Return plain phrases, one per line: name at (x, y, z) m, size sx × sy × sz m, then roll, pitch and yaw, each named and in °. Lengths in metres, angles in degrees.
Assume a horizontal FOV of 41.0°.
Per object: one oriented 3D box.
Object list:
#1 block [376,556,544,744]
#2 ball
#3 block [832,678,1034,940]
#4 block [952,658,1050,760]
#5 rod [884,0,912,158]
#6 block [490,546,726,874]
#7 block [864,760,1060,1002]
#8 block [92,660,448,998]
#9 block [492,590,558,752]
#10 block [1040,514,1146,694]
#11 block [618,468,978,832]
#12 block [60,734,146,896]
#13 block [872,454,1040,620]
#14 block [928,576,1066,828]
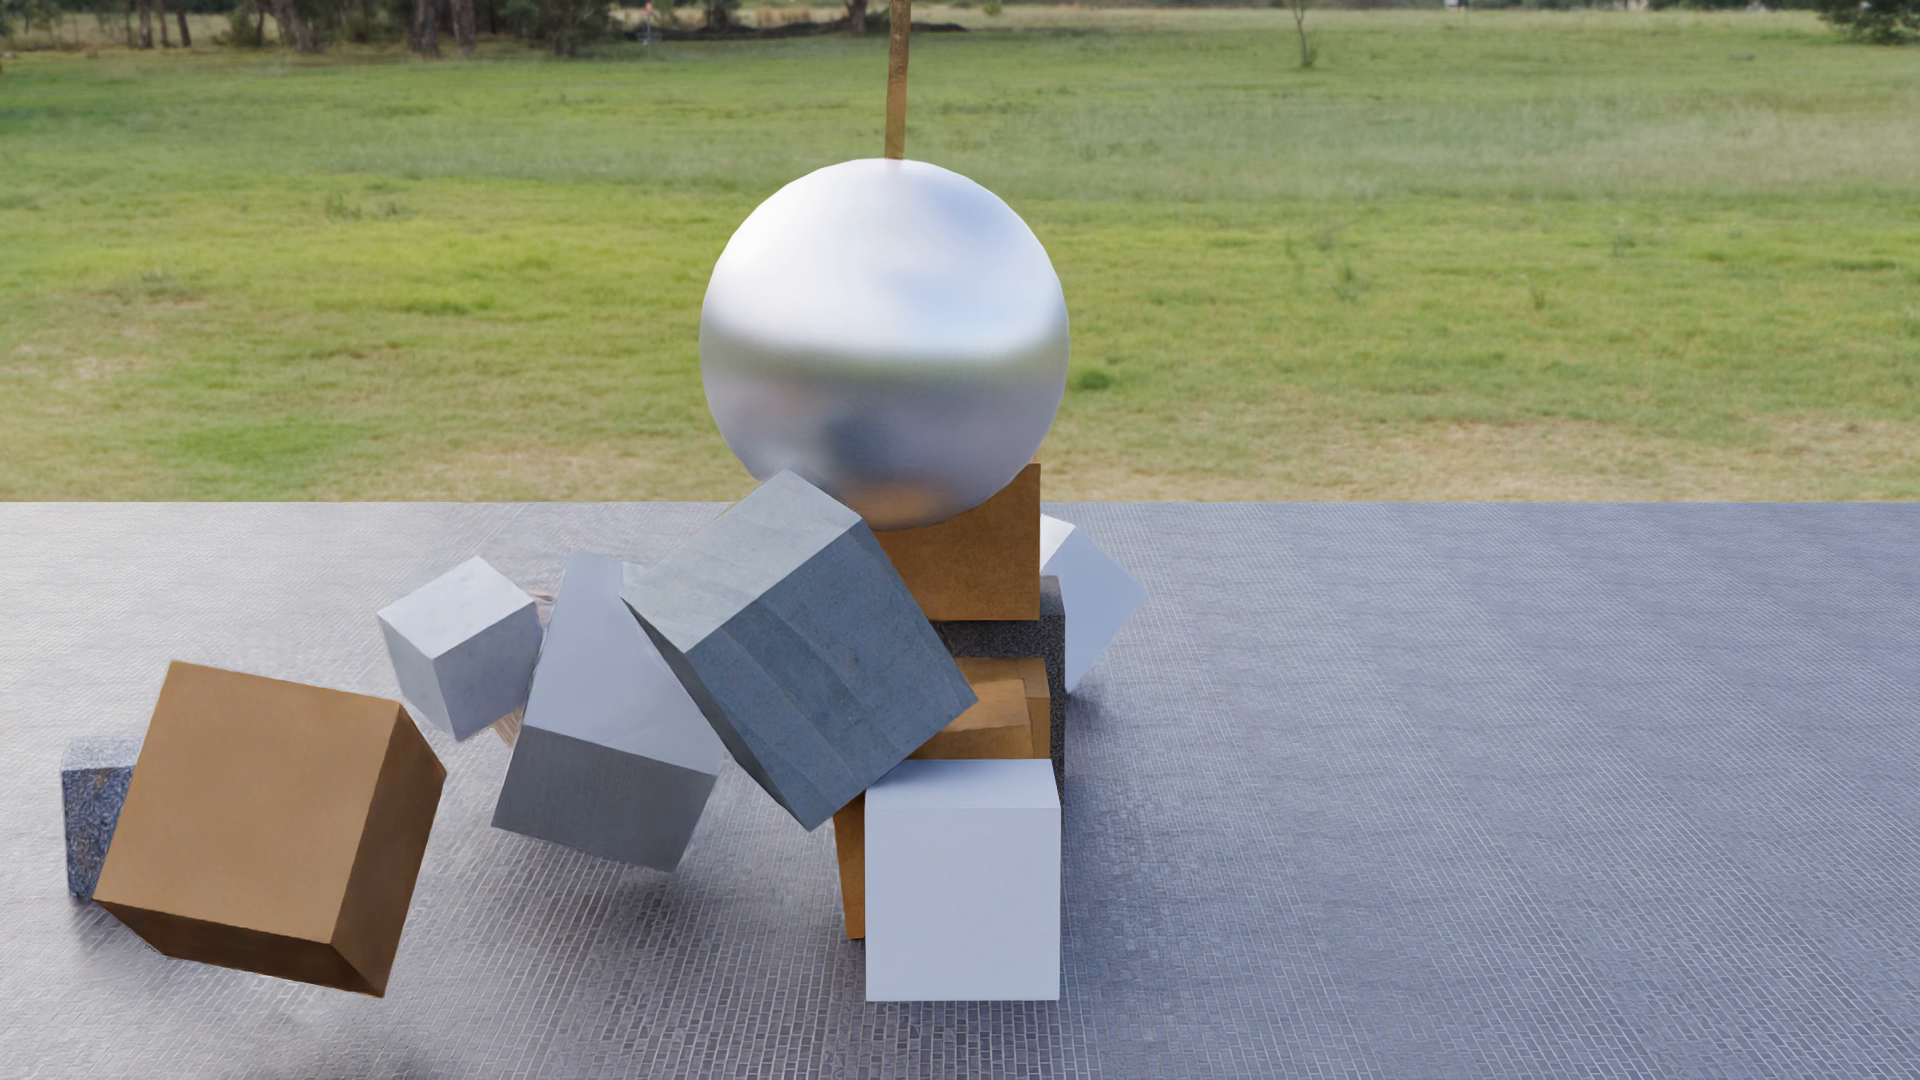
block at (-2.377, 0.526, 12.387) m, size 0.577 × 0.540 × 0.504 m, roll -32°, pitch 45°, yaw -28°
ball at (-0.324, -0.835, 11.028) m, size 1.600 × 1.600 × 1.600 m, roll 0°, pitch 10°, yaw 0°
block at (-0.096, 1.123, 10.843) m, size 0.834 × 0.832 × 0.784 m, roll -6°, pitch 10°, yaw 0°
block at (0.008, 1.022, 11.648) m, size 0.769 × 0.822 × 0.776 m, roll 0°, pitch 10°, yaw 0°
rod at (-0.140, -4.176, 10.421) m, size 0.080 × 5.200 × 0.080 m, roll 3°, pitch 10°, yaw -1°
block at (-1.473, 0.756, 11.229) m, size 0.834 × 0.912 × 0.934 m, roll 16°, pitch -37°, yaw -9°
block at (0.004, 1.329, 10.120) m, size 0.742 × 0.765 × 0.704 m, roll 0°, pitch 10°, yaw -1°
block at (-2.467, 1.058, 9.297) m, size 0.848 × 0.885 × 0.822 m, roll 10°, pitch -22°, yaw 5°
block at (-1.990, 0.705, 13.108) m, size 0.670 × 0.629 × 0.685 m, roll 1°, pitch 30°, yaw -39°
block at (0.506, 0.349, 14.910) m, size 0.641 × 0.741 × 0.642 m, roll 43°, pitch -10°, yaw -25°
block at (-0.642, 0.420, 10.116) m, size 0.843 × 0.938 × 0.803 m, roll -38°, pitch 27°, yaw -11°
block at (-3.593, 1.199, 11.402) m, size 0.697 × 0.562 × 0.571 m, roll -3°, pitch 11°, yaw -15°
block at (-0.033, -0.054, 12.100) m, size 0.779 × 0.730 × 0.736 m, roll 0°, pitch 10°, yaw -2°
block at (-0.010, 0.767, 12.486) m, size 1.000 × 1.024 × 0.956 m, roll 0°, pitch 10°, yaw 0°
